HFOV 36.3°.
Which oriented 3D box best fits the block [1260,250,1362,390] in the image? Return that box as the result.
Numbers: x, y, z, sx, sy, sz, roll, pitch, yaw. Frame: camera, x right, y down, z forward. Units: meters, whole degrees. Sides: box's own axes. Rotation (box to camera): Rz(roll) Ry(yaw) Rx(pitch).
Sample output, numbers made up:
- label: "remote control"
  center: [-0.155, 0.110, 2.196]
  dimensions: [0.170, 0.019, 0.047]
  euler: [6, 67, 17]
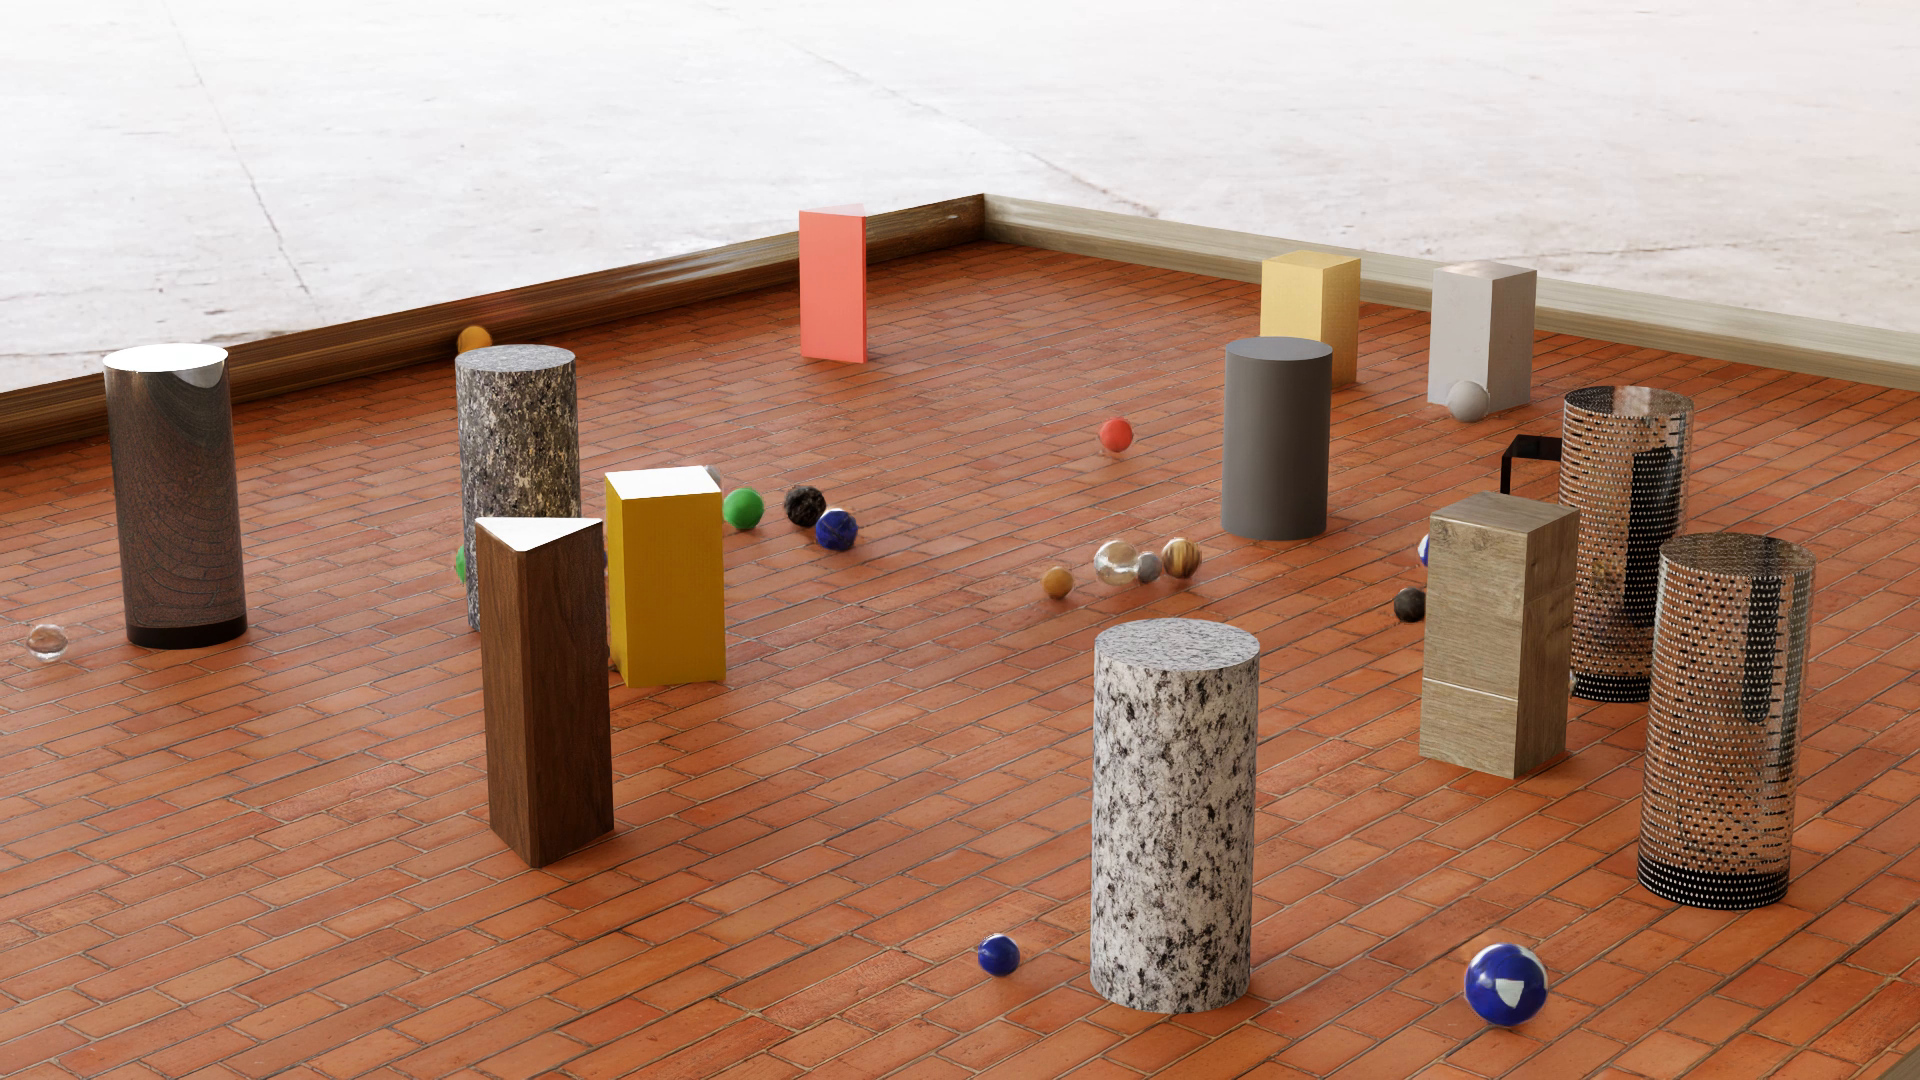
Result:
- label: "block"
  center: [0.787, -0.492, 6.598]
  dimensions: [0.159, 0.283, 0.159]
  euler: [13, 21, 37]

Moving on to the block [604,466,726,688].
- label: "block"
  center: [-0.474, 0.058, 4.718]
  dimensions: [0.159, 0.314, 0.159]
  euler: [-5, 17, -15]

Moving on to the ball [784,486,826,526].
- label: "ball"
  center: [-0.292, -0.064, 5.532]
  dimensions: [0.077, 0.077, 0.077]
  euler: [0, 17, 0]

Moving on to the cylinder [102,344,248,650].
- label: "cylinder"
  center: [-1.303, -0.073, 4.878]
  dimensions: [0.198, 0.473, 0.198]
  euler: [0, 17, 0]

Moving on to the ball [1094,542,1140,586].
- label: "ball"
  center: [0.276, 0.042, 5.174]
  dimensions: [0.080, 0.080, 0.080]
  euler: [0, 17, 0]

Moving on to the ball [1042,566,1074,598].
- label: "ball"
  center: [0.170, 0.074, 5.114]
  dimensions: [0.054, 0.054, 0.054]
  euler: [0, 17, 0]

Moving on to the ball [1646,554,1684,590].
- label: "ball"
  center: [1.240, 0.056, 5.154]
  dimensions: [0.065, 0.065, 0.065]
  euler: [0, 17, 0]

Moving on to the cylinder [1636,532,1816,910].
- label: "cylinder"
  center: [1.010, 0.237, 3.871]
  dimensions: [0.198, 0.458, 0.198]
  euler: [0, 17, 0]

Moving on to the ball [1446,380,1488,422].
- label: "ball"
  center: [1.089, -0.298, 6.292]
  dimensions: [0.088, 0.088, 0.088]
  euler: [0, 17, 0]

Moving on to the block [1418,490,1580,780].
- label: "block"
  center: [0.798, 0.138, 4.342]
  dimensions: [0.159, 0.377, 0.159]
  euler: [13, 21, 37]

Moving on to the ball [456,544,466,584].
- label: "ball"
  center: [-0.838, 0.041, 5.151]
  dimensions: [0.096, 0.096, 0.096]
  euler: [0, 17, 0]

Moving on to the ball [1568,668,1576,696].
- label: "ball"
  center: [0.930, 0.222, 4.599]
  dimensions: [0.069, 0.069, 0.069]
  euler: [0, 17, 0]

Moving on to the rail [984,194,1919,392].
- label: "rail"
  center: [1.636, -0.511, 6.924]
  dimensions: [4.203, 0.129, 0.045]
  euler: [14, 22, 39]

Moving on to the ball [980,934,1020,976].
- label: "ball"
  center: [0.050, 0.517, 3.648]
  dimensions: [0.052, 0.052, 0.052]
  euler: [0, 17, 0]

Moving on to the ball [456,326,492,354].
- label: "ball"
  center: [-1.131, -0.457, 6.830]
  dimensions: [0.081, 0.081, 0.081]
  euler: [0, 17, 0]

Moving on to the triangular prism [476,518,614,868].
- label: "triangular prism"
  center: [-0.594, 0.198, 4.016]
  dimensions: [0.149, 0.451, 0.172]
  euler: [10, 19, 30]

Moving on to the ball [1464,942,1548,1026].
- label: "ball"
  center: [0.655, 0.533, 3.514]
  dimensions: [0.099, 0.099, 0.099]
  euler: [0, 17, 0]

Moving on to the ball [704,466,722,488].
- label: "ball"
  center: [-0.493, -0.116, 5.741]
  dimensions: [0.056, 0.056, 0.056]
  euler: [0, 17, 0]

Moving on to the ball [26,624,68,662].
- label: "ball"
  center: [-1.490, 0.169, 4.784]
  dimensions: [0.064, 0.064, 0.064]
  euler: [0, 17, 0]

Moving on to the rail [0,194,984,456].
- label: "rail"
  center: [-1.569, -0.361, 6.424]
  dimensions: [0.045, 0.129, 5.039]
  euler: [14, 22, 39]

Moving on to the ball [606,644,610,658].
- label: "ball"
  center: [-0.595, 0.183, 4.754]
  dimensions: [0.053, 0.053, 0.053]
  euler: [0, 17, 0]

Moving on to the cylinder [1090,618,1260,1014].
- label: "cylinder"
  center: [0.261, 0.335, 3.581]
  dimensions: [0.198, 0.439, 0.198]
  euler: [0, 17, 0]

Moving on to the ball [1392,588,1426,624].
- label: "ball"
  center: [0.766, 0.111, 4.980]
  dimensions: [0.061, 0.061, 0.061]
  euler: [0, 17, 0]

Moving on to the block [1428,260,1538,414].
- label: "block"
  center: [1.143, -0.446, 6.420]
  dimensions: [0.159, 0.297, 0.159]
  euler: [-15, 22, -41]

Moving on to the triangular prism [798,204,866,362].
- label: "triangular prism"
  center: [-0.265, -0.607, 6.872]
  dimensions: [0.172, 0.344, 0.149]
  euler: [8, 19, 25]

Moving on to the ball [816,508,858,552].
- label: "ball"
  center: [-0.227, -0.018, 5.378]
  dimensions: [0.078, 0.078, 0.078]
  euler: [0, 17, 0]

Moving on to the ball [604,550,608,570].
- label: "ball"
  center: [-0.660, 0.036, 5.222]
  dimensions: [0.065, 0.065, 0.065]
  euler: [0, 17, 0]

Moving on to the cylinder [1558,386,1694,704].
- label: "cylinder"
  center: [1.042, 0.005, 4.632]
  dimensions: [0.198, 0.464, 0.198]
  euler: [0, 17, 0]

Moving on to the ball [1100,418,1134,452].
- label: "ball"
  center: [0.323, -0.216, 6.052]
  dimensions: [0.069, 0.069, 0.069]
  euler: [0, 17, 0]

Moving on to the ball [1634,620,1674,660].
- label: "ball"
  center: [1.137, 0.164, 4.801]
  dimensions: [0.063, 0.063, 0.063]
  euler: [0, 17, 0]

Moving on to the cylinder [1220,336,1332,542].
- label: "cylinder"
  center: [0.593, -0.191, 5.493]
  dimensions: [0.198, 0.344, 0.198]
  euler: [0, 17, 0]

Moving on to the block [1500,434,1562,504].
- label: "block"
  center: [1.025, -0.027, 5.079]
  dimensions: [0.159, 0.269, 0.159]
  euler: [6, 18, 19]

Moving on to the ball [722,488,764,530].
- label: "ball"
  center: [-0.408, -0.059, 5.514]
  dimensions: [0.078, 0.078, 0.078]
  euler: [0, 17, 0]

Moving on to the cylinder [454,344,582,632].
- label: "cylinder"
  center: [-0.739, -0.084, 4.941]
  dimensions: [0.198, 0.457, 0.198]
  euler: [0, 17, 0]

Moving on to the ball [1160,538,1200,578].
- label: "ball"
  center: [0.393, 0.033, 5.223]
  dimensions: [0.070, 0.070, 0.070]
  euler: [0, 17, 0]

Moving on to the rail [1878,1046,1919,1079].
- label: "rail"
  center: [1.569, 0.425, 3.816]
  dimensions: [0.045, 0.129, 5.039]
  euler: [14, 22, 39]

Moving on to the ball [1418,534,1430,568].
- label: "ball"
  center: [0.859, 0.020, 5.265]
  dimensions: [0.070, 0.070, 0.070]
  euler: [0, 17, 0]

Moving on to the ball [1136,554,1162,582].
- label: "ball"
  center: [0.334, 0.049, 5.203]
  dimensions: [0.051, 0.051, 0.051]
  euler: [0, 17, 0]
